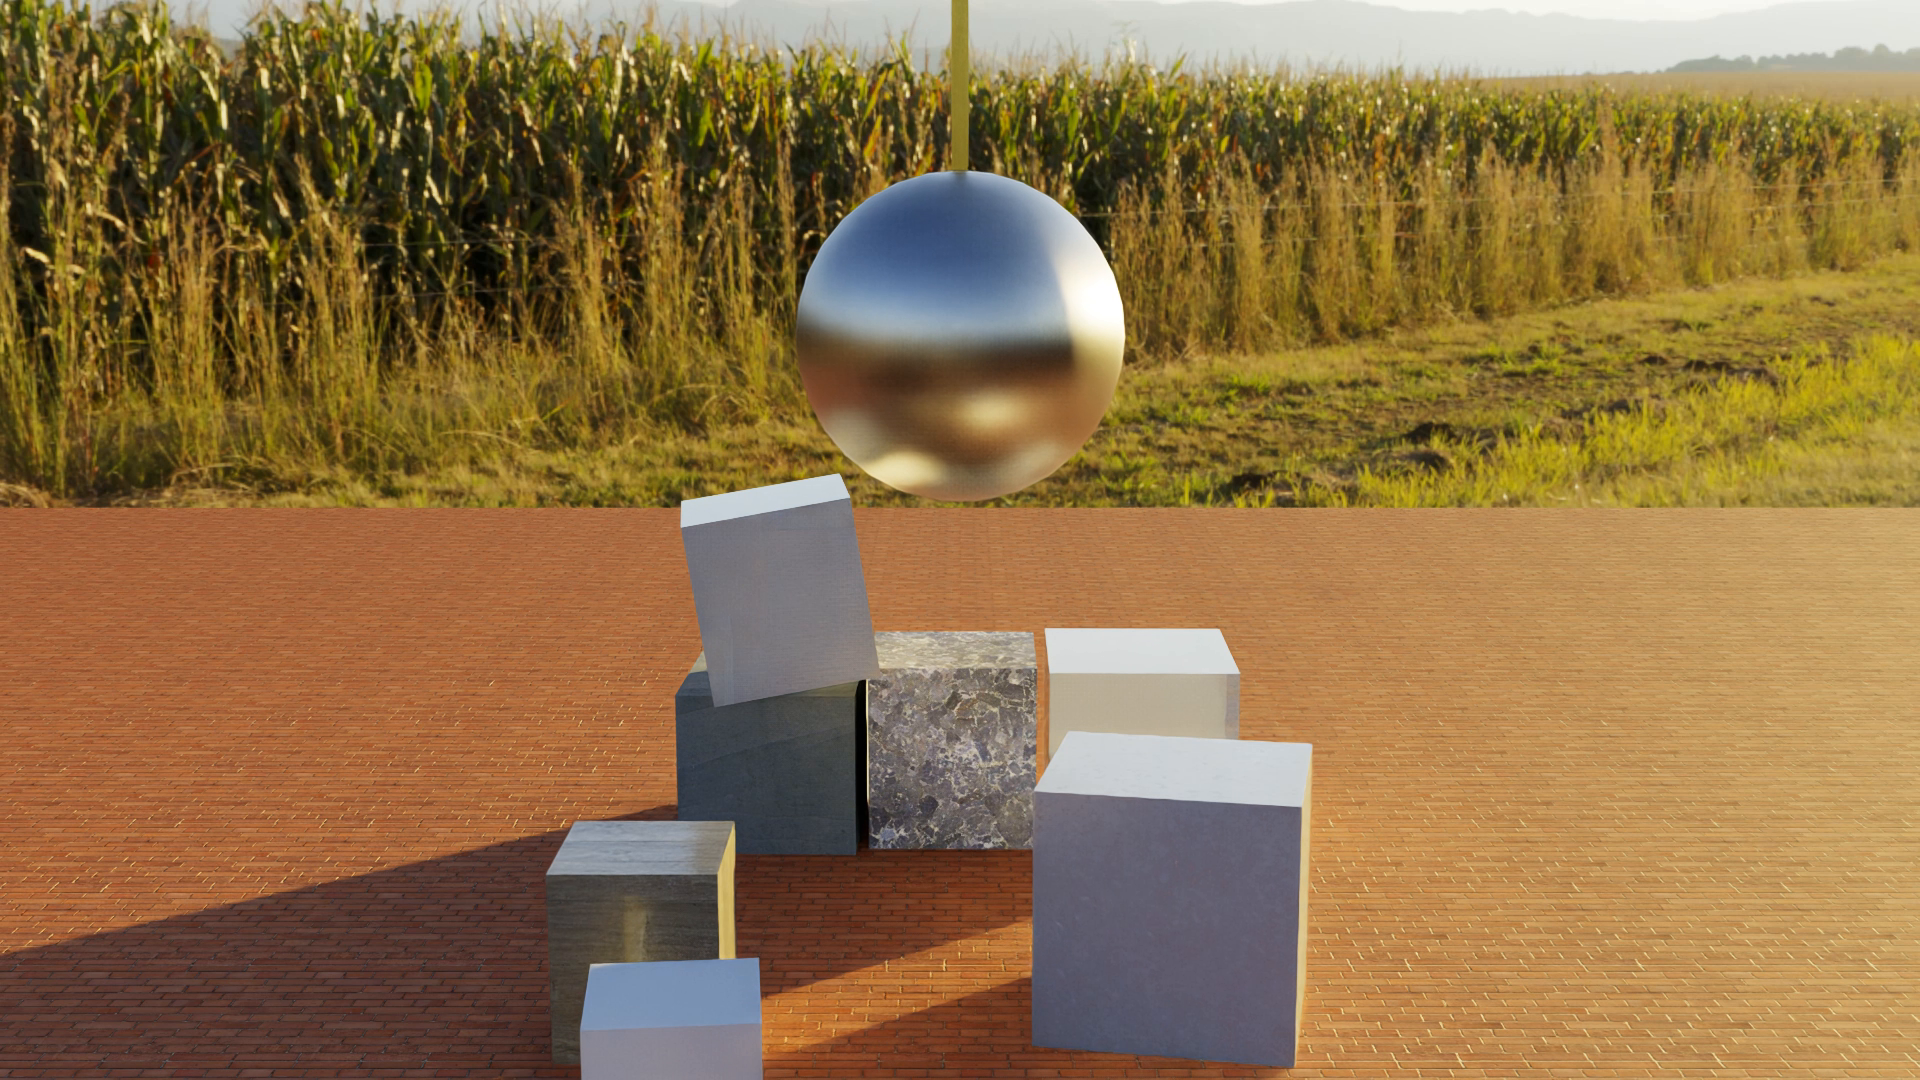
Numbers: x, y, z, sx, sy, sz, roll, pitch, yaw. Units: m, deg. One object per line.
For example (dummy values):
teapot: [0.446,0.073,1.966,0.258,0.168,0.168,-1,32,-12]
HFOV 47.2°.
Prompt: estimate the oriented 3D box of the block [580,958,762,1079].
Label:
block: [-1.007,1.862,7.768,0.610,0.556,0.609,-1,10,-6]

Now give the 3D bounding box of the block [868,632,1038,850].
block: [-0.035,1.019,11.356,0.838,0.932,0.830,0,10,0]

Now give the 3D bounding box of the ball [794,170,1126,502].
ball: [0.000,-0.983,10.661,1.600,1.600,1.600,0,10,0]

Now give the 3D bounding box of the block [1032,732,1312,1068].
block: [0.870,1.416,8.867,1.022,1.040,0.893,2,11,11]

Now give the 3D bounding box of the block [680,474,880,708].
block: [-0.900,0.232,10.927,0.816,0.893,0.782,-10,11,-5]

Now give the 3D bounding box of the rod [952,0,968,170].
rod: [0.000,-4.357,10.241,0.080,5.200,0.080,0,7,0]

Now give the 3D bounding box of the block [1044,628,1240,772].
block: [0.910,1.024,11.311,0.929,0.938,0.998,0,10,1]

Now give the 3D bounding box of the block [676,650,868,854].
block: [-0.948,1.080,11.359,0.884,0.811,0.967,0,10,1]

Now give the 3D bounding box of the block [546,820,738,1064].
block: [-1.245,1.583,8.722,0.650,0.765,0.664,0,10,0]
